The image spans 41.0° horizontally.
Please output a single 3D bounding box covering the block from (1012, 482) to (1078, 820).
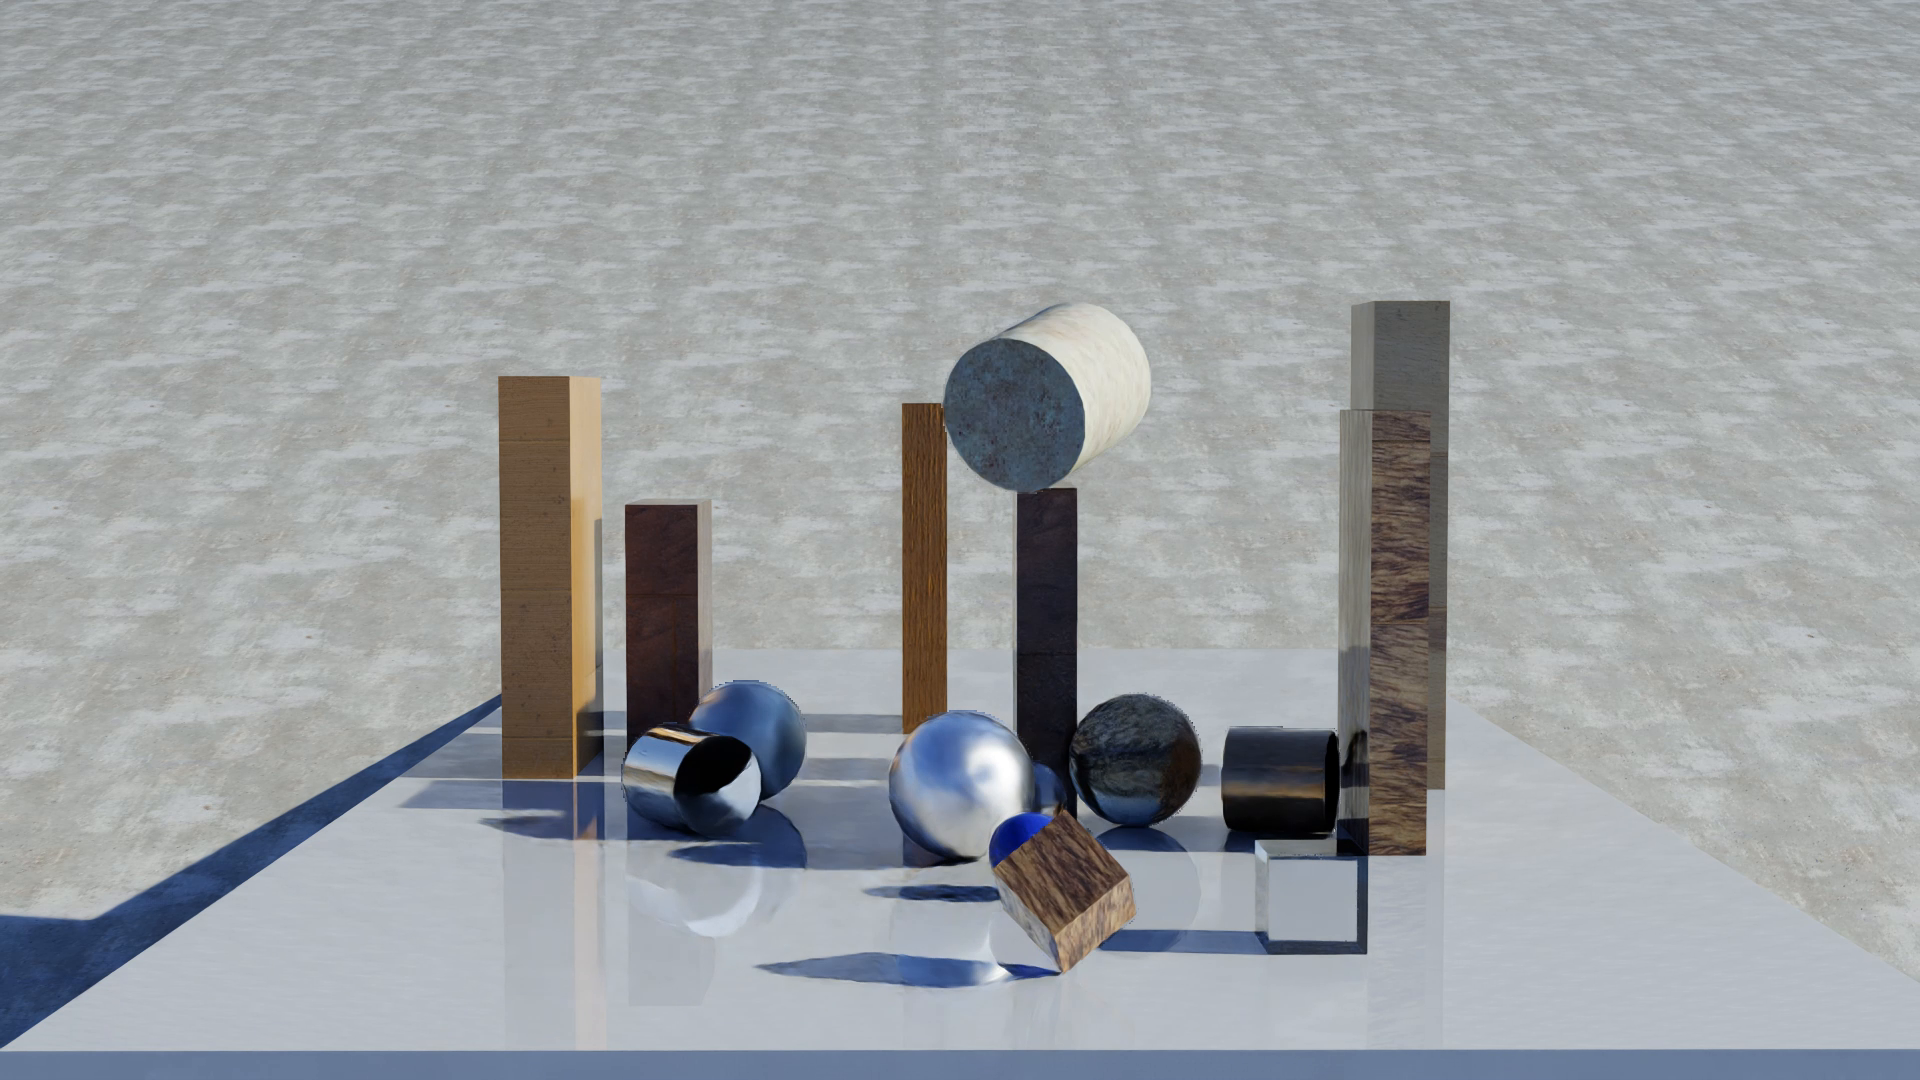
[{"bbox_3d":[0.131,0.165,4.034,0.092,0.505,0.290,0,3,0],"label":"block"}]

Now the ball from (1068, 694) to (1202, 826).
[{"bbox_3d":[0.261,0.329,3.842,0.198,0.198,0.198,0,21,0],"label":"ball"}]

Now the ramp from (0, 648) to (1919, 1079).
[{"bbox_3d":[0.049,0.440,4.532,2.000,0.100,4.000,0,3,0],"label":"ramp"}]

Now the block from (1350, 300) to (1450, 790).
[{"bbox_3d":[0.732,0.003,4.302,0.121,0.797,0.249,0,3,0],"label":"block"}]

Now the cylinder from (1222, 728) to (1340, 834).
[{"bbox_3d":[0.474,0.355,3.796,0.150,0.150,0.150,0,20,17],"label":"cylinder"}]

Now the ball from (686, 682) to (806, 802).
[{"bbox_3d":[-0.339,0.320,4.065,0.192,0.192,0.192,0,21,0],"label":"ball"}]

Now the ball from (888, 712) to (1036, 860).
[{"bbox_3d":[0.002,0.341,3.570,0.205,0.205,0.205,0,21,0],"label":"ball"}]

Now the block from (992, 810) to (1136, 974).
[{"bbox_3d":[0.117,0.391,2.857,0.107,0.107,0.107,-37,60,-14],"label":"block"}]

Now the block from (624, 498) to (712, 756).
[{"bbox_3d":[-0.531,0.155,4.708,0.129,0.451,0.266,0,3,0],"label":"block"}]

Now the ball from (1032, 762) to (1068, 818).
[{"bbox_3d":[0.100,0.378,3.732,0.113,0.113,0.113,0,21,0],"label":"ball"}]

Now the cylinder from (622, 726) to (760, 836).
[{"bbox_3d":[-0.398,0.356,3.815,0.149,0.149,0.149,-16,12,-35],"label":"cylinder"}]

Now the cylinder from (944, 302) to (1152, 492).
[{"bbox_3d":[0.100,-0.163,2.895,0.175,0.175,0.175,11,23,26],"label":"cylinder"}]

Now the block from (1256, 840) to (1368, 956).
[{"bbox_3d":[0.411,0.418,3.015,0.114,0.114,0.114,0,3,-1],"label":"block"}]

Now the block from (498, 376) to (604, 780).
[{"bbox_3d":[-0.710,0.054,4.490,0.119,0.676,0.377,0,3,0],"label":"block"}]

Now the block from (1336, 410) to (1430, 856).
[{"bbox_3d":[0.612,0.123,3.731,0.081,0.622,0.301,0,3,0],"label":"block"}]

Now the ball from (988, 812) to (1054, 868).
[{"bbox_3d":[0.090,0.404,3.314,0.108,0.108,0.108,0,21,0],"label":"ball"}]

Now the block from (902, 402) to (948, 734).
[{"bbox_3d":[-0.068,0.048,5.018,0.084,0.629,0.280,0,3,0],"label":"block"}]
